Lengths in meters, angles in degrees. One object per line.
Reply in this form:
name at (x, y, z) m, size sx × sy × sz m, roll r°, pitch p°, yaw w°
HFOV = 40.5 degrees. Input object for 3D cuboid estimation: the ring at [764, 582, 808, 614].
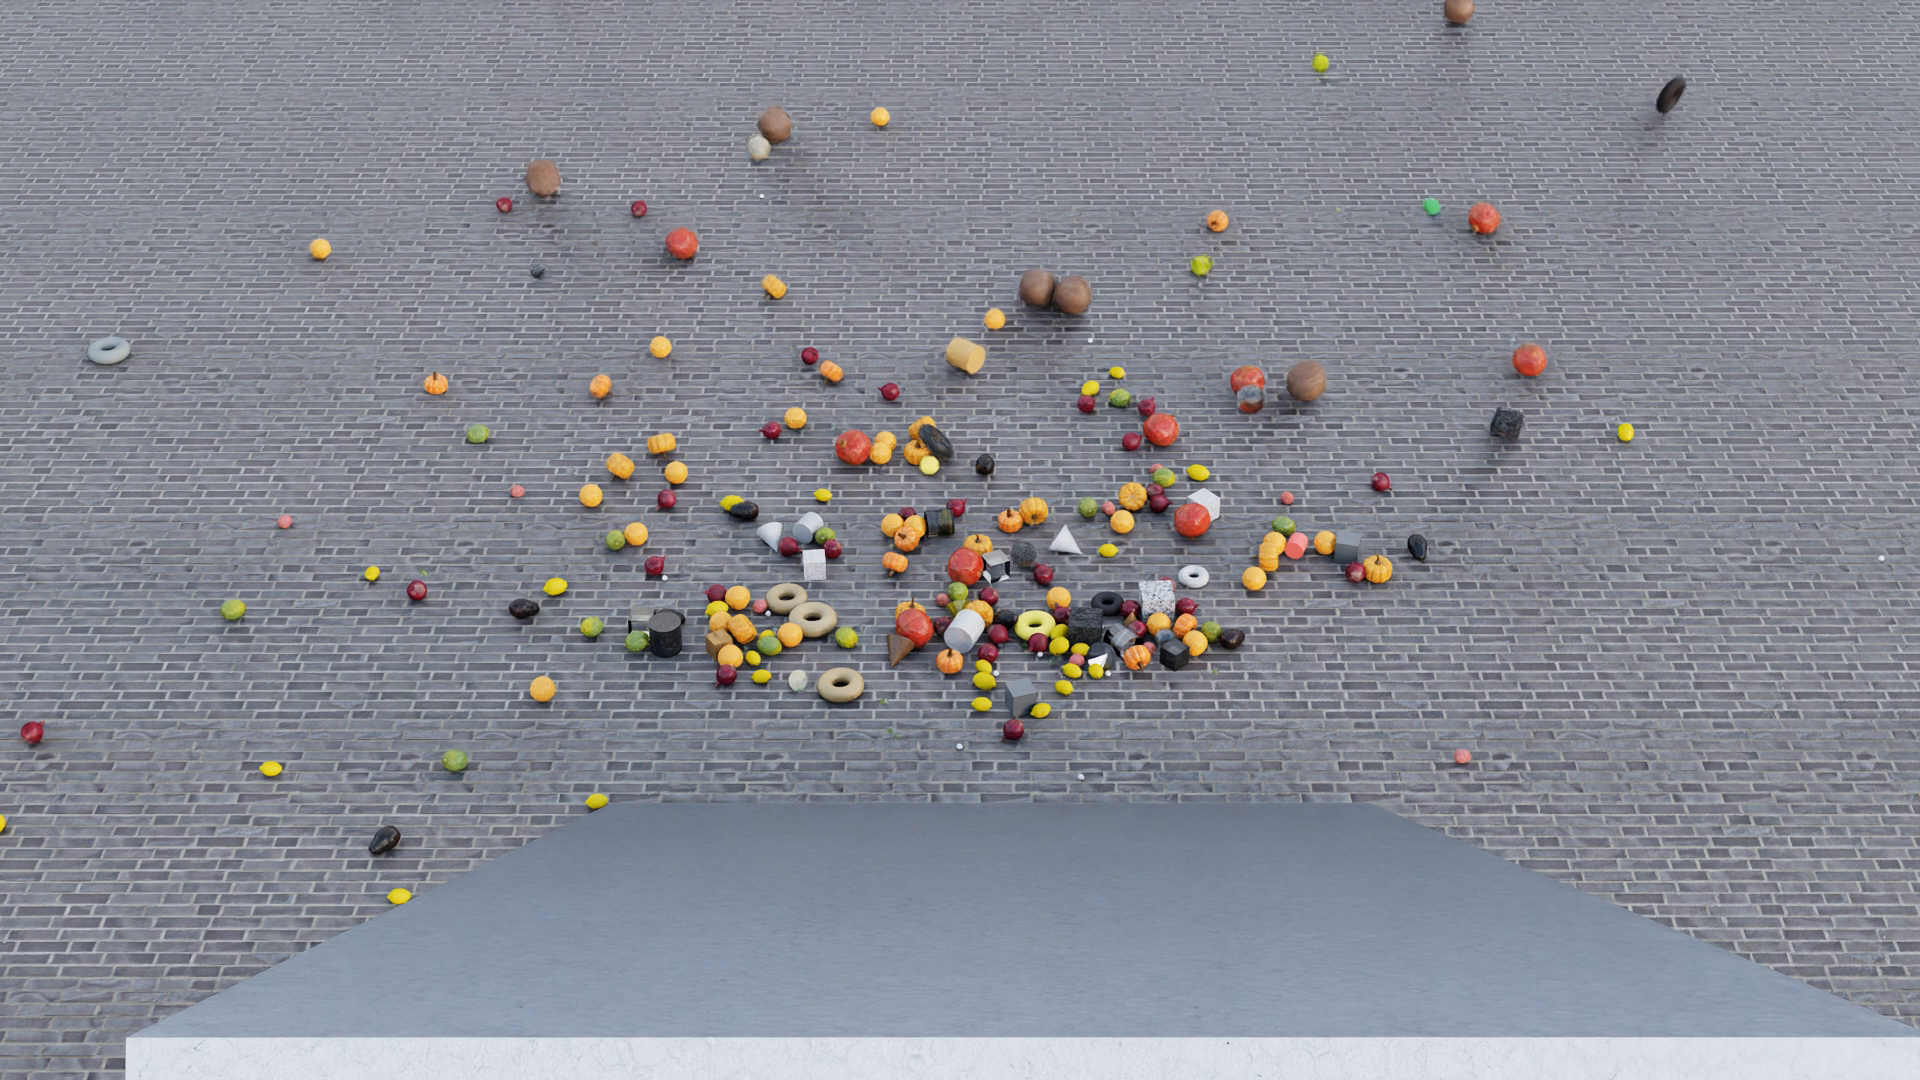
ring at (-0.513, 0.174, 7.690) m, size 0.128 × 0.043 × 0.128 m, roll -1°, pitch 37°, yaw 0°

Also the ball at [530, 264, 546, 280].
ball at (-1.499, -0.954, 9.245) m, size 0.056 × 0.056 × 0.056 m, roll 0°, pitch 36°, yaw 0°

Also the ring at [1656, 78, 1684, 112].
ring at (2.811, -1.759, 10.289) m, size 0.049 × 0.148 × 0.148 m, roll 38°, pitch 49°, yaw 22°

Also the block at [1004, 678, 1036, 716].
block at (0.171, 0.441, 7.296) m, size 0.070 × 0.070 × 0.070 m, roll -11°, pitch 37°, yaw -15°

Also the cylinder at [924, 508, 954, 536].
cylinder at (-0.064, -0.054, 7.973) m, size 0.081 × 0.081 × 0.081 m, roll -7°, pitch 36°, yaw -9°

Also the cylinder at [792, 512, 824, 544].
cylinder at (-0.465, -0.038, 7.961) m, size 0.070 × 0.070 × 0.070 m, roll 16°, pitch 39°, yaw 21°

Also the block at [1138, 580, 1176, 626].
block at (0.576, 0.186, 7.628) m, size 0.094 × 0.094 × 0.094 m, roll -3°, pitch 36°, yaw -4°

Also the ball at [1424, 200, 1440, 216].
ball at (1.751, -1.234, 9.633) m, size 0.058 × 0.058 × 0.058 m, roll 0°, pitch 36°, yaw 0°

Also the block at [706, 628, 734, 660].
block at (-0.694, 0.303, 7.498) m, size 0.058 × 0.058 × 0.058 m, roll -20°, pitch 40°, yaw -26°

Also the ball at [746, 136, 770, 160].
ball at (-0.774, -1.504, 9.981) m, size 0.091 × 0.091 × 0.091 m, roll 0°, pitch 36°, yaw 0°

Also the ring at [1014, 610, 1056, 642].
ring at (0.218, 0.251, 7.584) m, size 0.123 × 0.041 × 0.123 m, roll -3°, pitch 36°, yaw 2°

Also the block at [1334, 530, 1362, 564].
block at (1.175, 0.023, 7.877) m, size 0.069 × 0.069 × 0.069 m, roll 9°, pitch 37°, yaw 13°

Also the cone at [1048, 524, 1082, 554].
cone at (0.333, 0.016, 7.909) m, size 0.094 × 0.094 × 0.094 m, roll 34°, pitch 41°, yaw 1°

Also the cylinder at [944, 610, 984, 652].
cylinder at (0.013, 0.264, 7.523) m, size 0.091 × 0.091 × 0.091 m, roll 14°, pitch 38°, yaw 19°

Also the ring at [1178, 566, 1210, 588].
ring at (0.700, 0.109, 7.790) m, size 0.093 × 0.031 × 0.093 m, roll 0°, pitch 37°, yaw 0°

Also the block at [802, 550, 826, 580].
block at (-0.437, 0.075, 7.808) m, size 0.065 × 0.065 × 0.065 m, roll -3°, pitch 36°, yaw -4°

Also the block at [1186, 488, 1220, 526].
block at (0.753, -0.103, 8.049) m, size 0.072 × 0.072 × 0.072 m, roll -26°, pitch 43°, yaw -32°

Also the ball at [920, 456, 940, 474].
ball at (-0.096, -0.237, 8.245) m, size 0.061 × 0.061 × 0.061 m, roll 0°, pitch 36°, yaw 0°

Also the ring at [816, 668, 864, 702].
ring at (-0.338, 0.411, 7.359) m, size 0.135 × 0.045 × 0.135 m, roll -1°, pitch 36°, yaw 1°

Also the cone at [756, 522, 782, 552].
cone at (-0.570, 0.002, 7.933) m, size 0.082 × 0.082 × 0.082 m, roll -12°, pitch 64°, yaw -16°

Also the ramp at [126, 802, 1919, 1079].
ramp at (0.079, 0.672, 4.867) m, size 2.000 × 0.100 × 4.000 m, roll 0°, pitch -2°, yaw 0°

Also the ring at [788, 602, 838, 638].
ring at (-0.431, 0.233, 7.604) m, size 0.145 × 0.048 × 0.145 m, roll 0°, pitch 34°, yaw 0°

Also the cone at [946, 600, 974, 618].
cone at (0.004, 0.229, 7.618) m, size 0.080 × 0.080 × 0.080 m, roll -4°, pitch 62°, yaw -6°

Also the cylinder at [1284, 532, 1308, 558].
cylinder at (1.022, 0.017, 7.894) m, size 0.058 × 0.058 × 0.058 m, roll 13°, pitch 38°, yaw 18°

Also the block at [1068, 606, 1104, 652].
block at (0.363, 0.261, 7.526) m, size 0.092 × 0.092 × 0.092 m, roll 4°, pitch 36°, yaw 6°

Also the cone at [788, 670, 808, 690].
cone at (-0.475, 0.396, 7.394) m, size 0.061 × 0.061 × 0.061 m, roll -24°, pitch 16°, yaw -30°

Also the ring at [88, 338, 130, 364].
ring at (-2.889, -0.643, 8.823) m, size 0.140 × 0.047 × 0.140 m, roll 0°, pitch 35°, yaw 0°

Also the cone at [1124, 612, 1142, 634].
cone at (0.502, 0.232, 7.592) m, size 0.062 × 0.062 × 0.062 m, roll 0°, pitch 36°, yaw 0°

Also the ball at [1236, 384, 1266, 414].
ball at (0.955, -0.464, 8.532) m, size 0.094 × 0.094 × 0.094 m, roll 0°, pitch 36°, yaw 0°

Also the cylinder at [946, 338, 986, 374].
cylinder at (0.018, -0.621, 8.750) m, size 0.095 × 0.095 × 0.095 m, roll 26°, pitch 43°, yaw 32°

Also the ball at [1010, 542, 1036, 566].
ball at (0.192, 0.042, 7.843) m, size 0.077 × 0.077 × 0.077 m, roll 0°, pitch 36°, yaw 0°

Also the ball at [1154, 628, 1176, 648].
ball at (0.594, 0.287, 7.515) m, size 0.063 × 0.063 × 0.063 m, roll 0°, pitch 36°, yaw 0°

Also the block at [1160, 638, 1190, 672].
block at (0.615, 0.330, 7.459) m, size 0.059 × 0.059 × 0.059 m, roll -30°, pitch 45°, yaw -35°

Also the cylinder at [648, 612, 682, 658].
cylinder at (-0.851, 0.274, 7.507) m, size 0.094 × 0.094 × 0.094 m, roll 0°, pitch 36°, yaw 0°

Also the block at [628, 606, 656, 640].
block at (-0.925, 0.242, 7.573) m, size 0.069 × 0.069 × 0.069 m, roll 3°, pitch 36°, yaw 4°

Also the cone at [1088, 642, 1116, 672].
cone at (0.420, 0.329, 7.478) m, size 0.087 × 0.087 × 0.087 m, roll 13°, pitch 10°, yaw 18°

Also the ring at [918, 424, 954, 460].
ring at (-0.076, -0.315, 8.314) m, size 0.046 × 0.139 × 0.139 m, roll -43°, pitch 36°, yaw 14°

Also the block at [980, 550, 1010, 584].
block at (0.106, 0.079, 7.802) m, size 0.065 × 0.065 × 0.065 m, roll -16°, pitch 39°, yaw -21°

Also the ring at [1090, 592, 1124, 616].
ring at (0.436, 0.188, 7.678) m, size 0.100 × 0.033 × 0.100 m, roll -1°, pitch 36°, yaw 1°
